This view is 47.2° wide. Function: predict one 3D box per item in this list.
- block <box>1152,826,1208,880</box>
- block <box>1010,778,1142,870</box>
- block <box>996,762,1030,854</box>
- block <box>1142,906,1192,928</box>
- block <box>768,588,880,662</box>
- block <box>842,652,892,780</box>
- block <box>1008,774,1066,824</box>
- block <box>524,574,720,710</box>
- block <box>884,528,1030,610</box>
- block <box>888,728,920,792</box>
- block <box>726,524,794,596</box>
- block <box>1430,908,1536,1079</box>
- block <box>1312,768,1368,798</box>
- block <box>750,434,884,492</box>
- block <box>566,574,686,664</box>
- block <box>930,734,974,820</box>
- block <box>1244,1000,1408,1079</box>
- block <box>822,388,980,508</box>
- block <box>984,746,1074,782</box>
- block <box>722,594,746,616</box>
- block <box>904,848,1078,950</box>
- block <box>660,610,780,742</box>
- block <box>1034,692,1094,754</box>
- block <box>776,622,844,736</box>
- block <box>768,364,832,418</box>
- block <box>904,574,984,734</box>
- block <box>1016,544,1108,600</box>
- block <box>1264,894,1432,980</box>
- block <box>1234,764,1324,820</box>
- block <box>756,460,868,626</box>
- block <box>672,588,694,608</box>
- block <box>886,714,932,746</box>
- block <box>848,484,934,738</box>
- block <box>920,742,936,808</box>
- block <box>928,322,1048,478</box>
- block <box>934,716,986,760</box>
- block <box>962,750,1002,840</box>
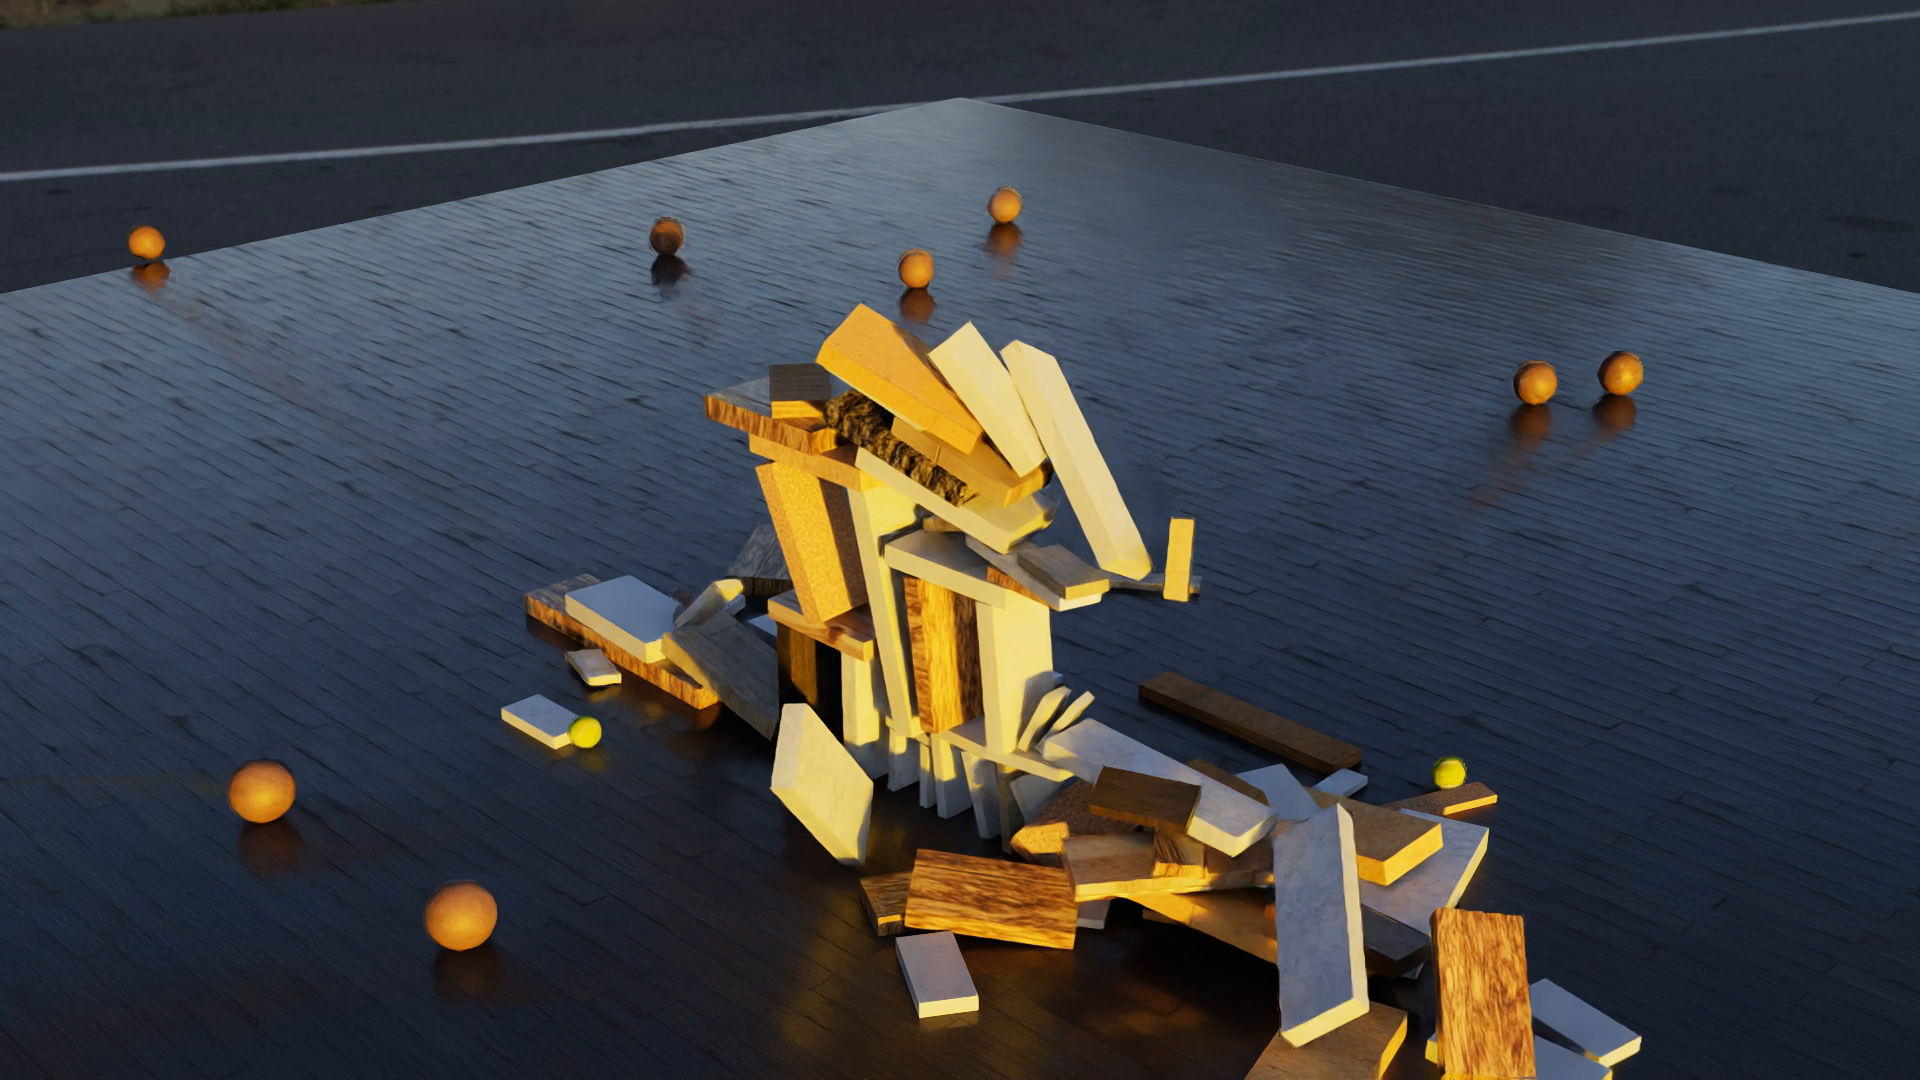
[{"bbox_3d":[0.397,0.546,3.973,0.093,0.026,0.185,5,25,2],"label":"block"},{"bbox_3d":[0.244,0.544,4.228,0.142,0.040,0.284,45,58,14],"label":"block"},{"bbox_3d":[0.124,0.509,4.309,0.097,0.194,0.028,-16,21,-34],"label":"block"},{"bbox_3d":[0.419,0.693,4.102,0.144,0.020,0.072,8,24,18],"label":"block"},{"bbox_3d":[-0.243,0.164,4.553,0.150,0.042,0.300,-21,31,-40],"label":"block"},{"bbox_3d":[-0.173,0.348,4.557,0.042,0.300,0.150,21,31,40],"label":"block"},{"bbox_3d":[0.178,0.539,4.261,0.097,0.194,0.028,-20,-7,-31],"label":"block"},{"bbox_3d":[-0.751,0.229,5.156,0.178,0.050,0.699,-20,30,-39],"label":"block"},{"bbox_3d":[0.018,0.048,4.233,0.304,0.043,0.152,20,30,36],"label":"block"},{"bbox_3d":[-0.114,0.442,4.535,0.072,0.143,0.020,-21,34,-40],"label":"block"},{"bbox_3d":[-0.469,0.050,5.582,0.168,0.048,0.336,4,23,9],"label":"block"},{"bbox_3d":[0.861,0.756,3.630,0.147,0.042,0.294,6,53,-1],"label":"block"},{"bbox_3d":[0.782,0.509,4.540,0.061,0.017,0.122,20,30,38],"label":"block"},{"bbox_3d":[-0.249,-0.181,4.404,0.169,0.048,0.337,-21,30,-40],"label":"block"},{"bbox_3d":[-0.752,0.182,5.138,0.178,0.050,0.356,-18,29,-36],"label":"block"},{"bbox_3d":[-0.010,0.461,4.438,0.026,0.183,0.091,13,26,43],"label":"block"},{"bbox_3d":[0.602,0.869,3.650,0.175,0.049,0.349,12,26,26],"label":"block"},{"bbox_3d":[-0.081,-0.193,4.221,0.338,0.048,0.169,33,38,24],"label":"block"},{"bbox_3d":[0.151,0.414,4.232,0.194,0.028,0.097,13,24,44],"label":"block"},{"bbox_3d":[-0.609,0.174,5.314,0.098,0.028,0.196,10,25,23],"label":"block"},{"bbox_3d":[0.063,0.661,4.056,0.310,0.044,0.155,8,38,3],"label":"block"},{"bbox_3d":[-0.475,0.294,4.863,0.356,0.050,0.178,36,38,26],"label":"block"},{"bbox_3d":[0.200,0.348,4.196,0.019,0.134,0.067,44,33,10],"label":"block"},{"bbox_3d":[-0.315,0.294,4.685,0.150,0.300,0.042,-21,31,-40],"label":"block"},{"bbox_3d":[-0.325,-0.306,4.476,0.121,0.034,0.242,-3,22,-5],"label":"block"},{"bbox_3d":[-0.022,0.207,4.324,0.152,0.318,0.043,-18,20,-37],"label":"block"},{"bbox_3d":[0.186,0.058,4.002,0.089,0.025,0.177,-11,26,-26],"label":"block"},{"bbox_3d":[0.687,0.684,3.884,0.268,0.038,0.134,23,23,38],"label":"block"},{"bbox_3d":[0.619,0.519,4.336,0.126,0.036,0.253,-13,19,-7],"label":"block"},{"bbox_3d":[-0.291,-0.015,4.498,0.048,0.338,0.169,-11,10,45],"label":"block"},{"bbox_3d":[-0.603,0.166,5.118,0.151,0.021,0.076,37,-11,-7],"label":"block"},{"bbox_3d":[-0.076,0.379,4.475,0.143,0.020,0.072,22,31,40],"label":"block"},{"bbox_3d":[-0.100,0.122,4.397,0.048,0.516,0.169,3,18,45],"label":"block"},{"bbox_3d":[-0.048,0.468,4.474,0.072,0.143,0.020,-21,32,-41],"label":"block"},{"bbox_3d":[0.065,-0.262,4.082,0.040,0.284,0.142,-34,6,30],"label":"block"},{"bbox_3d":[0.019,0.379,4.363,0.183,0.026,0.091,21,31,40],"label":"block"},{"bbox_3d":[0.062,0.491,4.370,0.091,0.183,0.026,-21,13,-41],"label":"block"}]
